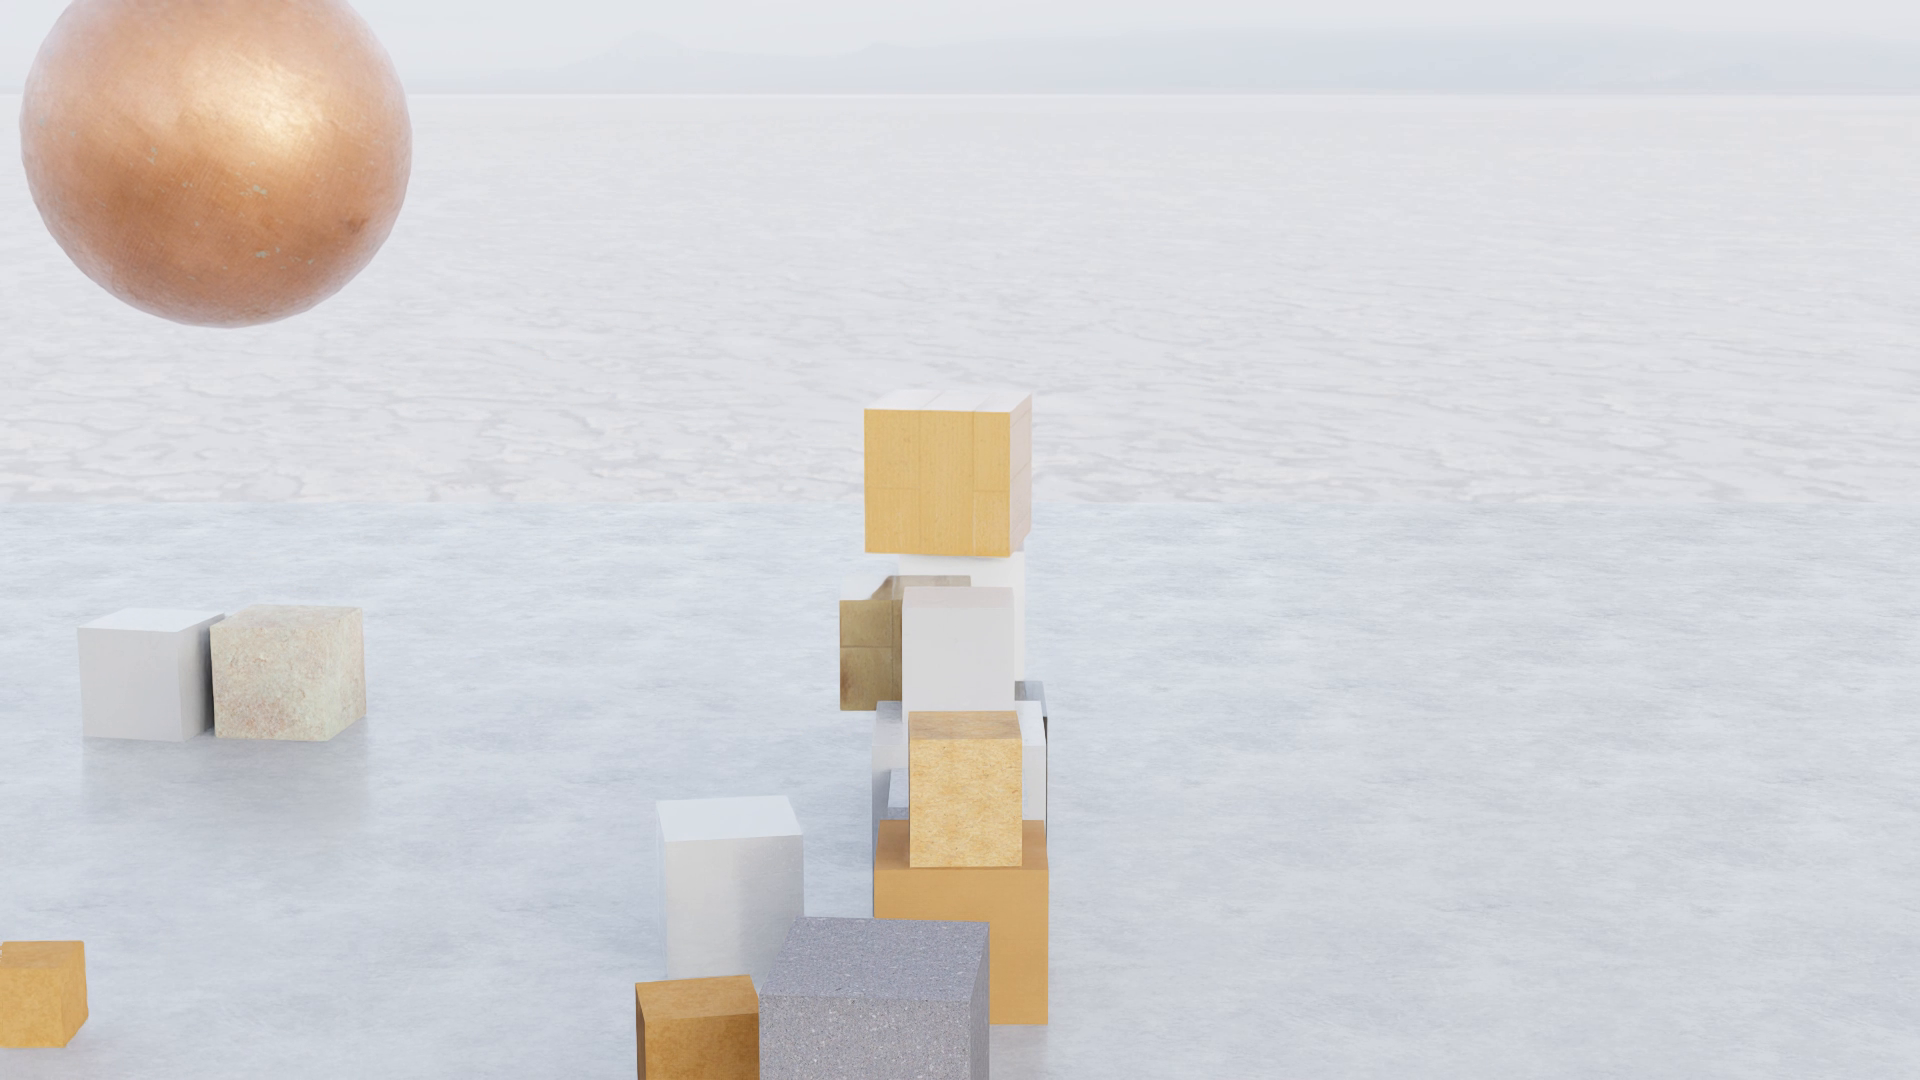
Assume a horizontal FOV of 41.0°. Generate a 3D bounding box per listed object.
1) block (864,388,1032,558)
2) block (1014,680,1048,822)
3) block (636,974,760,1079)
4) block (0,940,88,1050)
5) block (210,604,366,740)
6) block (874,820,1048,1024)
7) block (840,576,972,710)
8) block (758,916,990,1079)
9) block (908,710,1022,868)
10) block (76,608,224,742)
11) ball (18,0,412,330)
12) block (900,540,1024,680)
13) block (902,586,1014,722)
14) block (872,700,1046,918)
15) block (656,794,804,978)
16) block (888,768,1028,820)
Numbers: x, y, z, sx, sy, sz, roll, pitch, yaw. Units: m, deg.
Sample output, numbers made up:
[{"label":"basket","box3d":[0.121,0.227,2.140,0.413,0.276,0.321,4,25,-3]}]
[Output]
[{"label":"block","box3d":[-0.048,-0.330,12.232,0.685,0.680,0.720,2,11,9]},{"label":"block","box3d":[0.012,1.058,11.867,0.759,0.672,0.683,0,10,0]},{"label":"block","box3d":[-0.908,1.757,8.934,0.405,0.346,0.383,-2,11,-12]},{"label":"block","box3d":[-3.437,1.678,9.480,0.319,0.305,0.305,0,10,-2]},{"label":"block","box3d":[-3.644,0.712,13.953,0.621,0.606,0.598,1,10,7]},{"label":"block","box3d":[0.007,1.458,9.861,0.646,0.602,0.648,0,10,0]},{"label":"block","box3d":[-0.245,0.468,11.812,0.593,0.509,0.579,0,10,0]},{"label":"block","box3d":[-0.267,1.686,8.508,0.671,0.638,0.769,1,10,5]},{"label":"block","box3d":[0.016,0.935,9.696,0.415,0.487,0.429,0,10,-2]},{"label":"block","box3d":[-4.367,0.723,13.915,0.581,0.598,0.524,2,11,12]},{"label":"ball","box3d":[-3.137,-1.696,10.872,1.600,1.600,1.600,0,10,0]},{"label":"block","box3d":[0.011,0.333,12.356,0.590,0.669,0.538,0,11,0]},{"label":"block","box3d":[-0.006,0.498,11.247,0.482,0.504,0.468,0,10,0]},{"label":"block","box3d":[-0.005,1.154,11.132,0.728,0.746,0.772,0,10,0]},{"label":"block","box3d":[-0.934,1.390,10.361,0.541,0.558,0.579,-2,10,-10]},{"label":"block","box3d":[-0.008,1.323,10.469,0.555,0.651,0.573,0,10,0]}]
